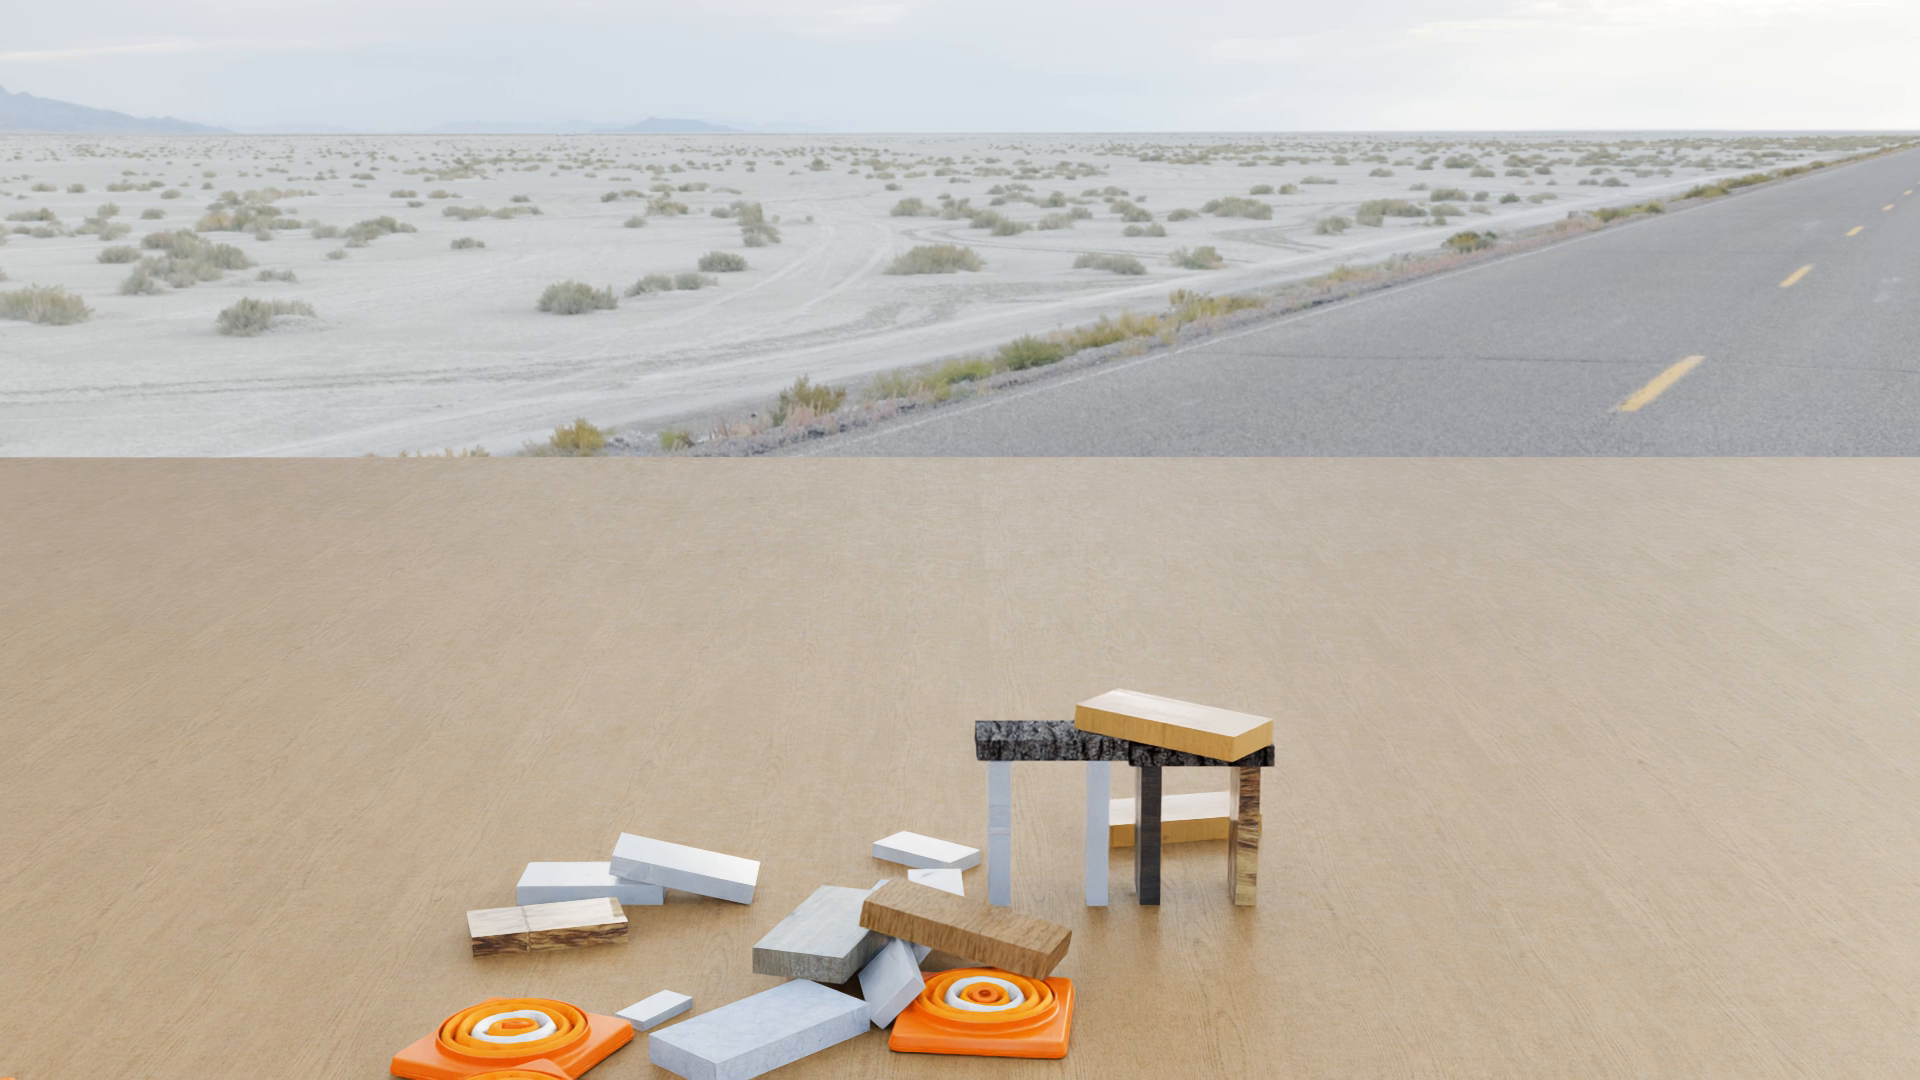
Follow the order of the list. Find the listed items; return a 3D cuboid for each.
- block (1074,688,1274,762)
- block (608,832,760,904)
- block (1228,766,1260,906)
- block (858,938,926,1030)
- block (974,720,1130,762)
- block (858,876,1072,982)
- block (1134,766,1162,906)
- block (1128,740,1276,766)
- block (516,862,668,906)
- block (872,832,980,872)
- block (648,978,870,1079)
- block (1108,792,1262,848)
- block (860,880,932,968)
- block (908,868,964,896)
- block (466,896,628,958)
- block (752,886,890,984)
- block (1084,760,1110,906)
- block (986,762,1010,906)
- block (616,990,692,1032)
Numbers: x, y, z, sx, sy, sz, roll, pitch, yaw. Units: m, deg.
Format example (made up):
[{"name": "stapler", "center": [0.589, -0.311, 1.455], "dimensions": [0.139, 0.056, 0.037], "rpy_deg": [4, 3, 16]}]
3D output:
[{"name": "block", "center": [0.349, 0.301, 3.597], "dimensions": [0.289, 0.041, 0.144], "rpy_deg": [9, 12, 32]}, {"name": "block", "center": [-0.458, 0.547, 3.663], "dimensions": [0.238, 0.034, 0.119], "rpy_deg": [13, 10, -4]}, {"name": "block", "center": [0.471, 0.473, 3.651], "dimensions": [0.033, 0.236, 0.118], "rpy_deg": [1, 11, 0]}, {"name": "block", "center": [-0.100, 0.639, 3.187], "dimensions": [0.086, 0.024, 0.173], "rpy_deg": [-45, 13, 1]}, {"name": "block", "center": [0.149, 0.330, 3.624], "dimensions": [0.246, 0.035, 0.123], "rpy_deg": [0, 11, -2]}, {"name": "block", "center": [0.010, 0.578, 3.283], "dimensions": [0.289, 0.041, 0.144], "rpy_deg": [14, 9, 15]}, {"name": "block", "center": [0.312, 0.473, 3.651], "dimensions": [0.033, 0.236, 0.118], "rpy_deg": [0, 11, 0]}, {"name": "block", "center": [0.393, 0.341, 3.627], "dimensions": [0.236, 0.033, 0.118], "rpy_deg": [0, 11, 0]}, {"name": "block", "center": [-0.609, 0.573, 3.669], "dimensions": [0.239, 0.034, 0.119], "rpy_deg": [0, 11, -1]}, {"name": "block", "center": [-0.059, 0.546, 3.837], "dimensions": [0.173, 0.024, 0.086], "rpy_deg": [8, 13, 38]}, {"name": "block", "center": [-0.276, 0.684, 3.055], "dimensions": [0.141, 0.040, 0.283], "rpy_deg": [10, 14, 43]}, {"name": "block", "center": [0.387, 0.507, 4.004], "dimensions": [0.289, 0.041, 0.144], "rpy_deg": [-3, 11, -13]}, {"name": "block", "center": [-0.101, 0.606, 3.471], "dimensions": [0.141, 0.040, 0.283], "rpy_deg": [3, 11, 16]}, {"name": "block", "center": [-0.038, 0.566, 3.512], "dimensions": [0.086, 0.024, 0.173], "rpy_deg": [0, 11, -2]}, {"name": "block", "center": [-0.652, 0.610, 3.469], "dimensions": [0.239, 0.034, 0.119], "rpy_deg": [-3, 11, -16]}, {"name": "block", "center": [-0.193, 0.593, 3.324], "dimensions": [0.141, 0.040, 0.283], "rpy_deg": [3, 11, 17]}, {"name": "block", "center": [0.227, 0.469, 3.649], "dimensions": [0.035, 0.246, 0.123], "rpy_deg": [1, 11, 1]}, {"name": "block", "center": [0.064, 0.469, 3.648], "dimensions": [0.035, 0.246, 0.123], "rpy_deg": [-1, 11, -1]}, {"name": "block", "center": [-0.440, 0.676, 3.163], "dimensions": [0.053, 0.015, 0.106], "rpy_deg": [7, 13, 33]}]
